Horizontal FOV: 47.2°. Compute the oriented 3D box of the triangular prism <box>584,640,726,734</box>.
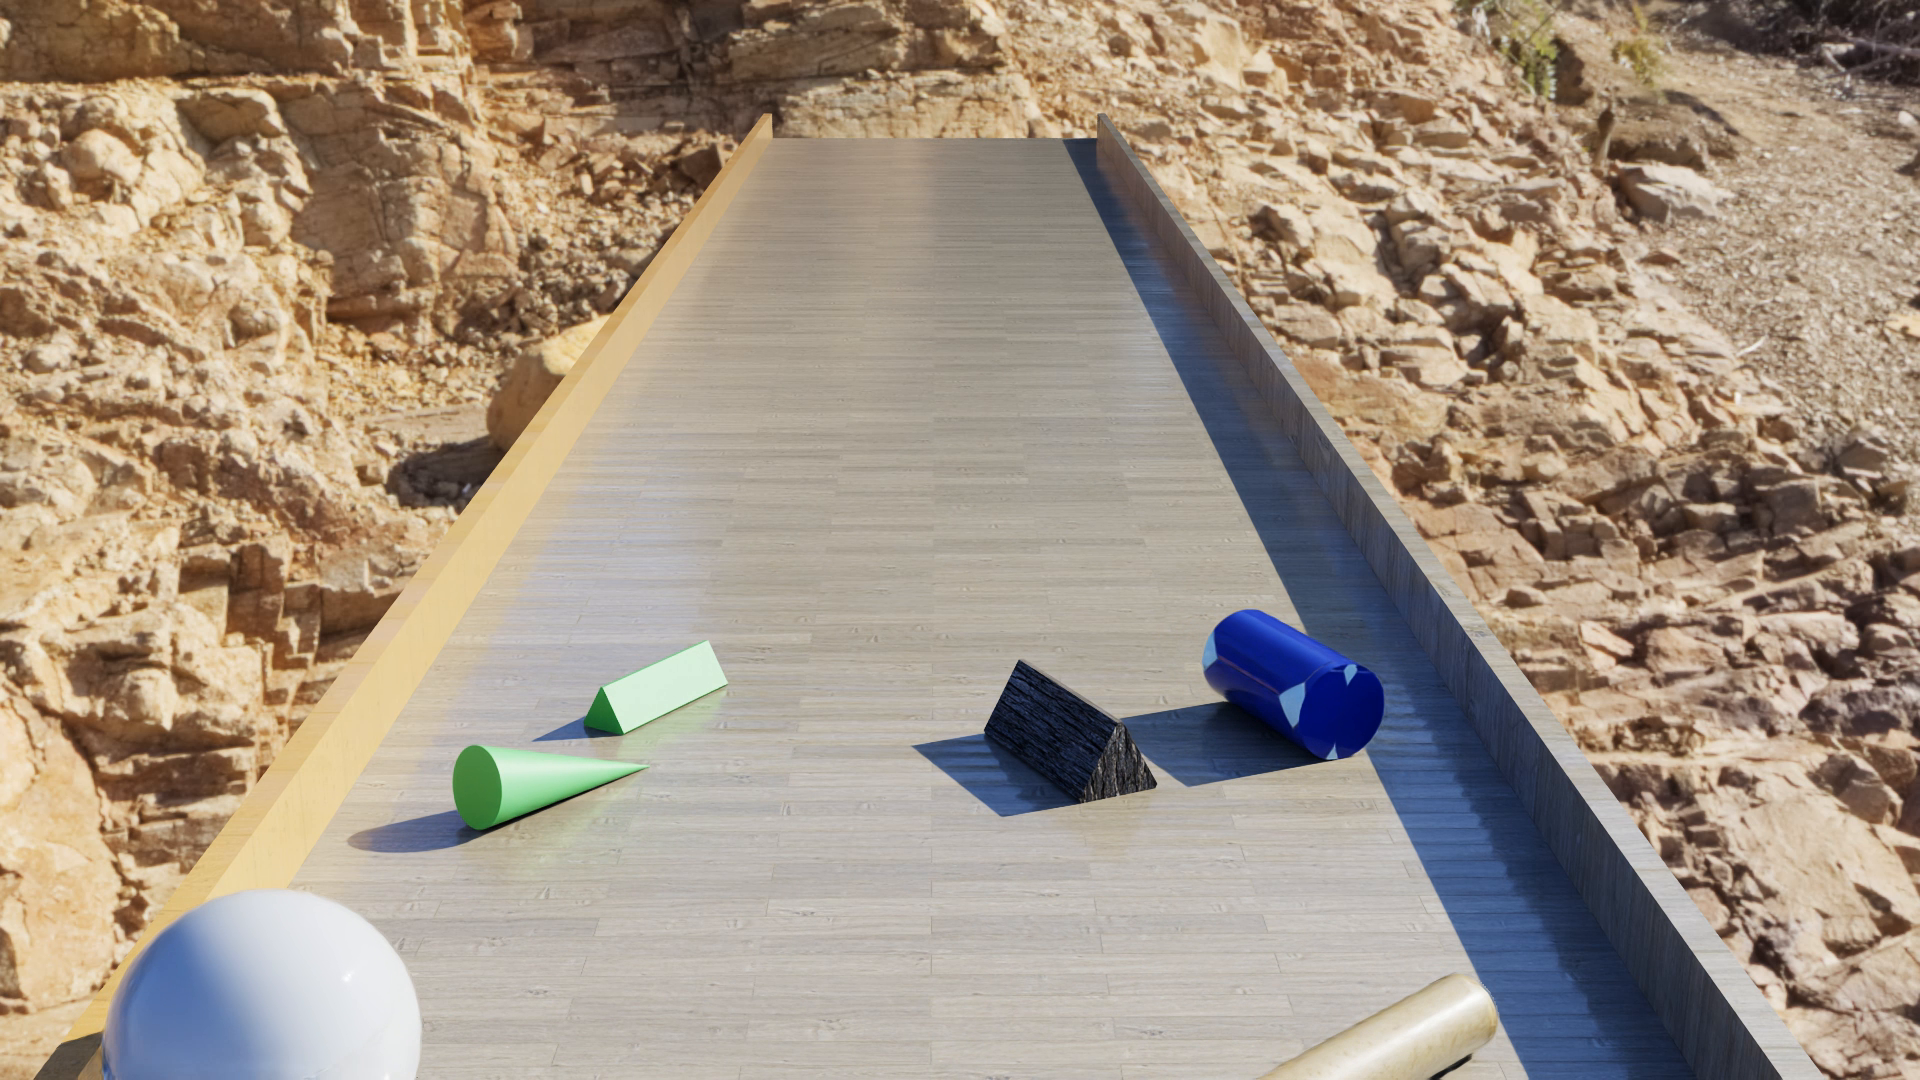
[{"bbox_3d":[-0.574,0.271,4.161,0.096,0.083,0.309,10,19,30],"label":"triangular prism"}]

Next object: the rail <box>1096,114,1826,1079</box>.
[{"bbox_3d":[0.932,-0.844,7.801,0.050,0.150,12.000,0,17,-1],"label":"rail"}]

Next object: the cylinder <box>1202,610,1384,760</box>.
[{"bbox_3d":[0.607,0.261,4.036,0.179,0.179,0.337,-7,18,-23],"label":"cylinder"}]

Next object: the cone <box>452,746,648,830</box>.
[{"bbox_3d":[-0.670,0.403,3.750,0.140,0.140,0.366,15,12,42],"label":"cone"}]

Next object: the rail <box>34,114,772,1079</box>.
[{"bbox_3d":[-1.118,-0.838,7.780,0.050,0.150,12.000,0,17,-1],"label":"rail"}]

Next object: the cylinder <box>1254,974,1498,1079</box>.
[{"bbox_3d":[0.526,0.667,2.806,0.402,0.102,0.102,-15,22,-40],"label":"cylinder"}]

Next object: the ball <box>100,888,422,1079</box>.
[{"bbox_3d":[-0.822,0.594,2.599,0.360,0.360,0.360,0,17,0],"label":"ball"}]
